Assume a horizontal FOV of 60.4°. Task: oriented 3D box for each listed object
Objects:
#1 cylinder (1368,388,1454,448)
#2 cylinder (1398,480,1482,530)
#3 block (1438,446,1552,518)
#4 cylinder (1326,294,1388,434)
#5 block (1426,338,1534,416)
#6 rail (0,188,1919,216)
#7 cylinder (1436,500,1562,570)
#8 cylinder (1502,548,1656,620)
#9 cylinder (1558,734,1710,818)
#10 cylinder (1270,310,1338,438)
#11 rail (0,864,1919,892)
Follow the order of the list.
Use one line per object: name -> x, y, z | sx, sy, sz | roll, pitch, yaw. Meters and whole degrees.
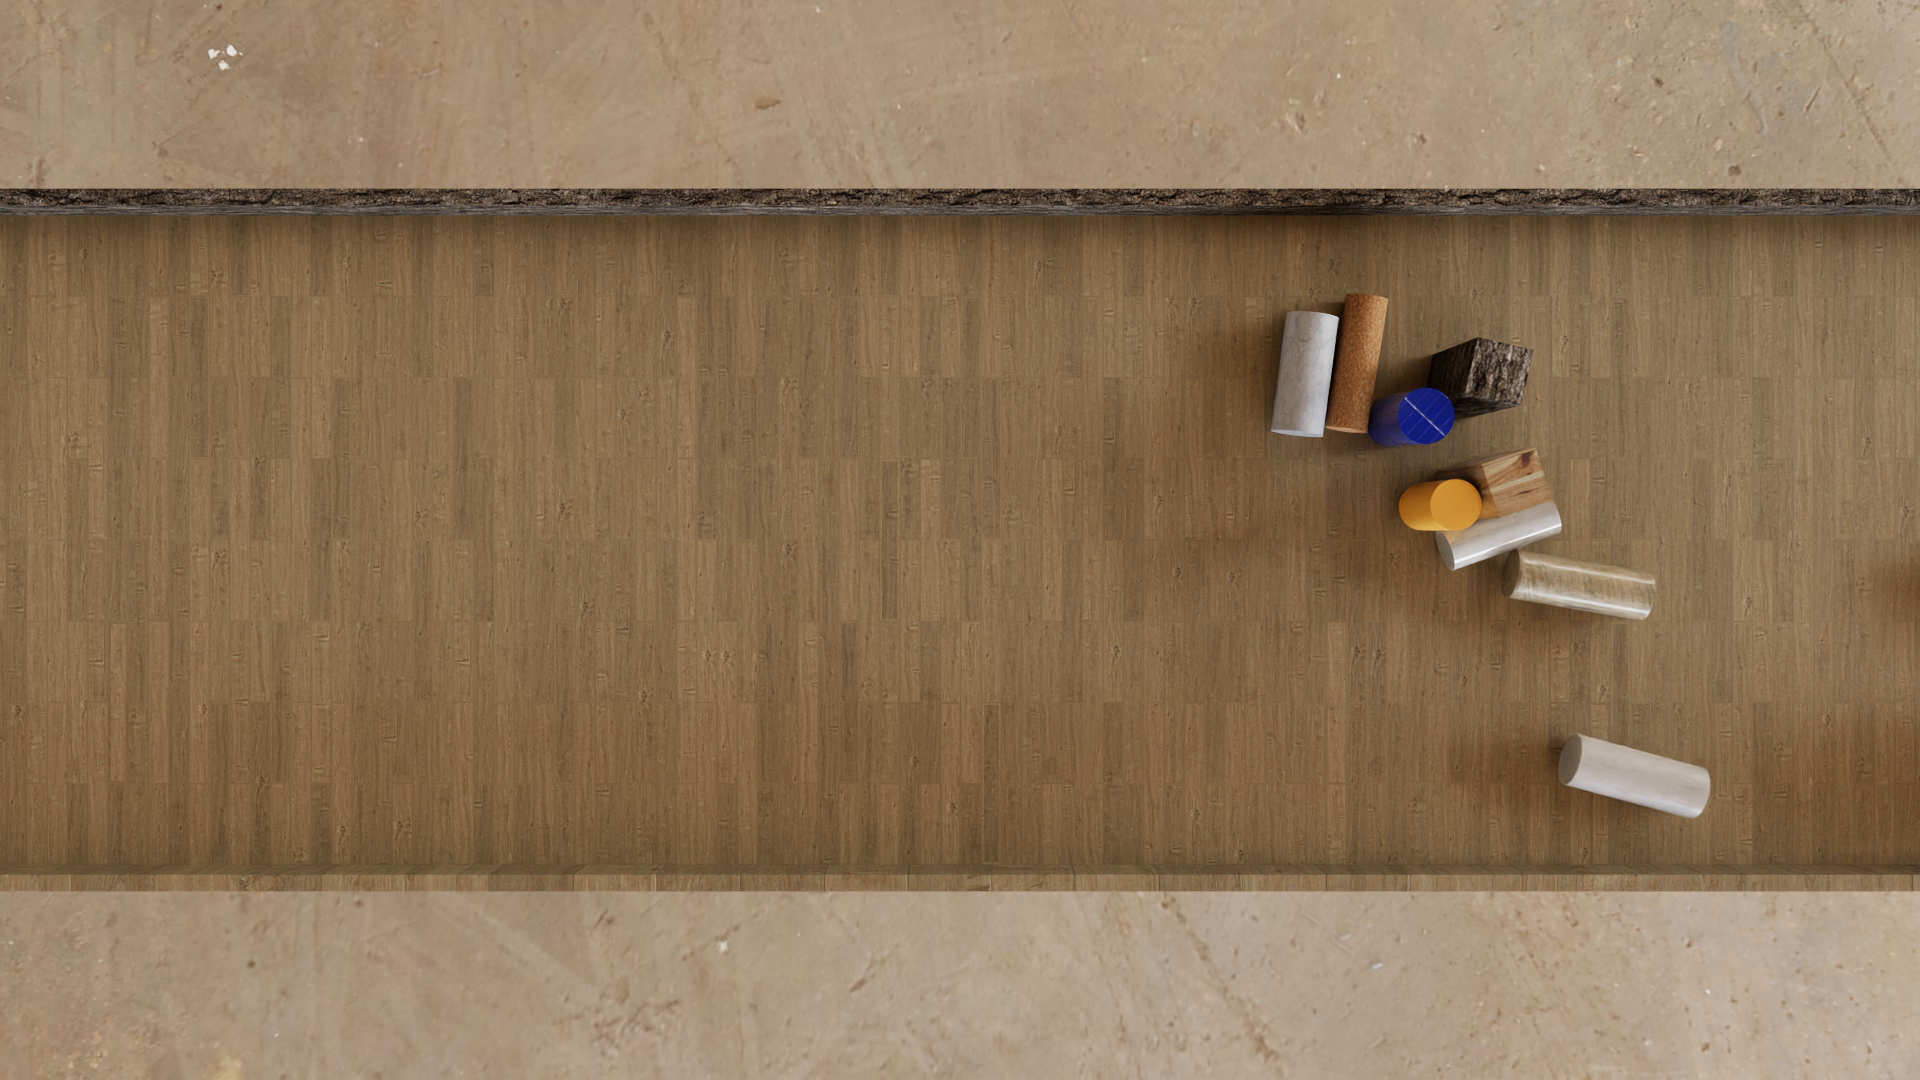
cylinder -> 1.322, -0.358, 4.867 | 0.160, 0.412, 0.160 | 0, 92, 2
cylinder -> 1.424, -0.102, 4.905 | 0.148, 0.343, 0.148 | 0, 90, 0
block -> 1.572, -0.163, 4.870 | 0.160, 0.411, 0.160 | -18, 90, -1
cylinder -> 1.206, -0.535, 5.014 | 0.125, 0.125, 0.406 | 9, 90, 0
block -> 1.517, -0.475, 4.857 | 0.161, 0.440, 0.161 | 13, 90, 0
rail -> -2.247, -1.025, 5.002 | 12.000, 0.150, 0.050 | 0, 90, 0
cylinder -> 1.633, -0.027, 5.009 | 0.339, 0.135, 0.135 | -19, 90, 0
cylinder -> 1.873, 0.135, 5.001 | 0.411, 0.151, 0.151 | 10, 90, 0
cylinder -> 2.040, 0.715, 4.997 | 0.397, 0.159, 0.159 | 15, 90, 0
cylinder -> 1.044, -0.501, 4.998 | 0.157, 0.157, 0.359 | 8, 90, 0
rail -> -2.247, 1.025, 5.001 | 12.000, 0.150, 0.050 | 0, 90, 0
